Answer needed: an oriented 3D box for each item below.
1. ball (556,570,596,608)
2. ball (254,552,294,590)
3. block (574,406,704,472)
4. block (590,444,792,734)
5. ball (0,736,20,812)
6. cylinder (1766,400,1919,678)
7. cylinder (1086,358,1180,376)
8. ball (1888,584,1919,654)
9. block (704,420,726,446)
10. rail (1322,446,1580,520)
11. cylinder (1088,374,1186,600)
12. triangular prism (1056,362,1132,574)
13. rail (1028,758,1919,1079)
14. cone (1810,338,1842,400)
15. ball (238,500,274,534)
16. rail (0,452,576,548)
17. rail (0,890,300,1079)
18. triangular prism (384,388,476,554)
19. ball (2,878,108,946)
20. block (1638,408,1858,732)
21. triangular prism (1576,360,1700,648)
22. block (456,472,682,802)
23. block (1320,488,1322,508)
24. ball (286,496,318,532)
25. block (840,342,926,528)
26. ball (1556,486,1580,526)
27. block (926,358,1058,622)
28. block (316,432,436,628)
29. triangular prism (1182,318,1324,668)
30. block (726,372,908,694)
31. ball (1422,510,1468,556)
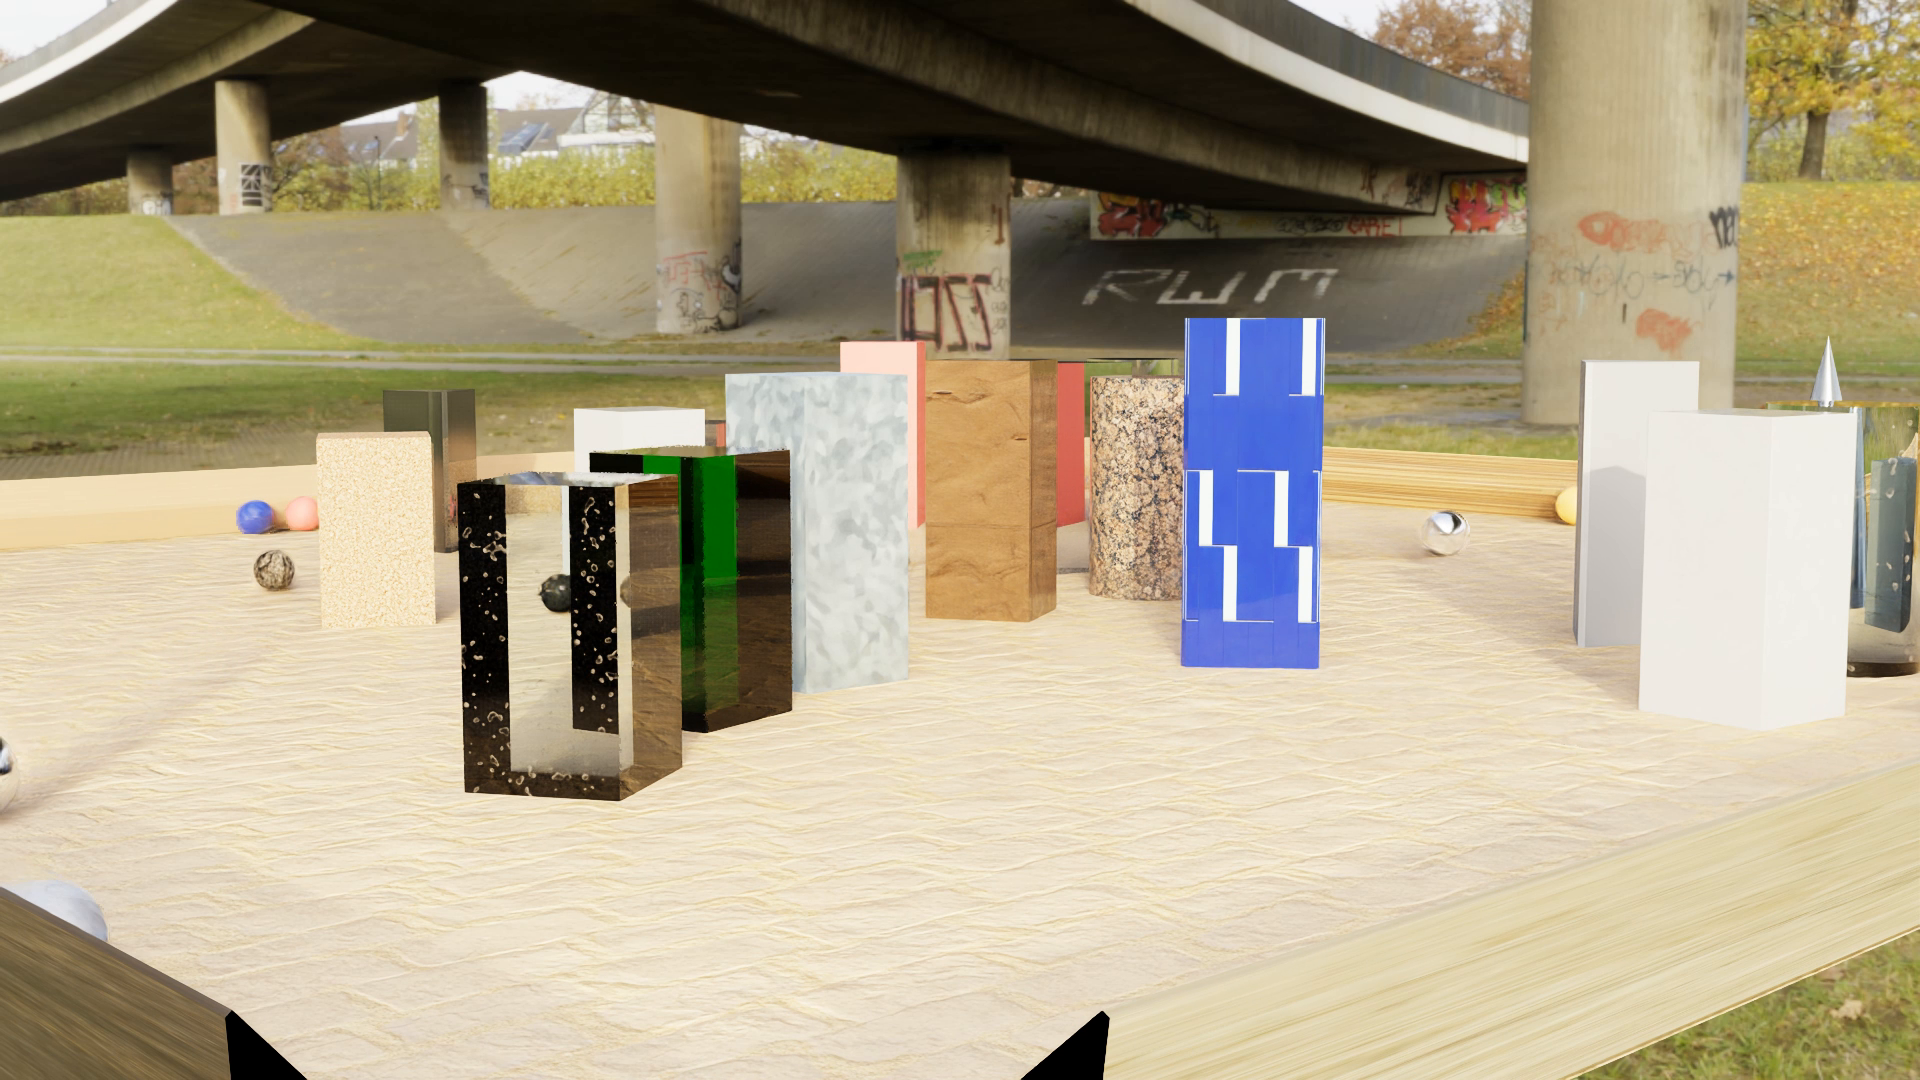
[{"bbox_3d":[-0.575,0.073,3.287,0.057,0.057,0.057,0,6,0],"label":"ball"},{"bbox_3d":[-1.087,0.049,3.484,0.063,0.063,0.063,0,6,0],"label":"ball"},{"bbox_3d":[-0.526,-0.075,3.619,0.154,0.281,0.154,-5,8,-39],"label":"block"},{"bbox_3d":[-0.293,0.048,2.404,0.154,0.291,0.154,4,7,32],"label":"block"},{"bbox_3d":[-0.860,0.203,1.899,0.088,0.088,0.088,0,6,0],"label":"ball"},{"bbox_3d":[1.101,-0.006,2.742,0.193,0.328,0.193,0,6,0],"label":"cylinder"},{"bbox_3d":[0.360,-0.207,4.595,0.193,0.341,0.193,0,6,0],"label":"cylinder"},{"bbox_3d":[1.248,0.102,2.840,0.092,0.092,0.092,0,6,0],"label":"ball"},{"bbox_3d":[-0.488,-0.093,3.977,0.154,0.242,0.154,1,6,12],"label":"block"},{"bbox_3d":[1.329,-0.095,4.551,0.045,0.125,3.530,-6,8,-42],"label":"rail"},{"bbox_3d":[0.299,-0.086,3.444,0.193,0.339,0.193,0,6,0],"label":"cylinder"},{"bbox_3d":[0.184,-0.129,3.781,0.167,0.354,0.145,-4,7,-32],"label":"triangular prism"},{"bbox_3d":[1.181,0.166,2.059,3.663,0.125,0.045,-6,8,-42],"label":"rail"},{"bbox_3d":[1.340,-0.115,3.414,0.193,0.404,0.193,0,6,0],"label":"cone"},{"bbox_3d":[-1.392,-0.045,4.349,0.070,0.070,0.070,0,6,0],"label":"ball"},{"bbox_3d":[-1.181,-0.101,4.605,3.663,0.125,0.045,-6,8,-42],"label":"rail"},{"bbox_3d":[-1.329,0.161,2.113,0.045,0.125,3.530,-6,8,-42],"label":"rail"},{"bbox_3d":[-0.961,-0.133,4.111,0.167,0.294,0.145,4,7,35],"label":"triangular prism"},{"bbox_3d":[-0.588,0.258,1.404,0.082,0.082,0.082,0,6,0],"label":"ball"},{"bbox_3d":[0.864,0.026,2.415,0.154,0.332,0.154,-4,7,-36],"label":"block"},{"bbox_3d":[0.879,-0.055,2.978,0.167,0.375,0.145,-2,6,-17],"label":"triangular prism"},{"bbox_3d":[-0.364,0.085,2.072,0.154,0.286,0.154,2,6,14],"label":"block"},{"bbox_3d":[0.569,-0.113,4.035,0.154,0.269,0.154,3,6,23],"label":"block"},{"bbox_3d":[-1.317,-0.053,4.418,0.071,0.071,0.071,0,6,0],"label":"ball"},{"bbox_3d":[-0.157,-0.219,4.535,0.154,0.377,0.154,1,6,6],"label":"block"},{"bbox_3d":[1.270,-0.070,4.532,0.081,0.081,0.081,0,6,0],"label":"ball"},{"bbox_3d":[0.047,-0.077,3.208,0.154,0.371,0.154,2,6,17],"label":"block"},{"bbox_3d":[-0.837,-0.018,3.153,0.154,0.265,0.154,-2,6,-15],"label":"block"},{"bbox_3d":[0.370,-0.064,2.788,0.167,0.433,0.145,1,6,7],"label":"triangular prism"},{"bbox_3d":[-0.171,-0.015,2.637,0.154,0.367,0.154,-5,8,-41],"label":"block"},{"bbox_3d":[0.875,-0.011,3.968,0.082,0.082,0.082,0,6,0],"label":"ball"}]
